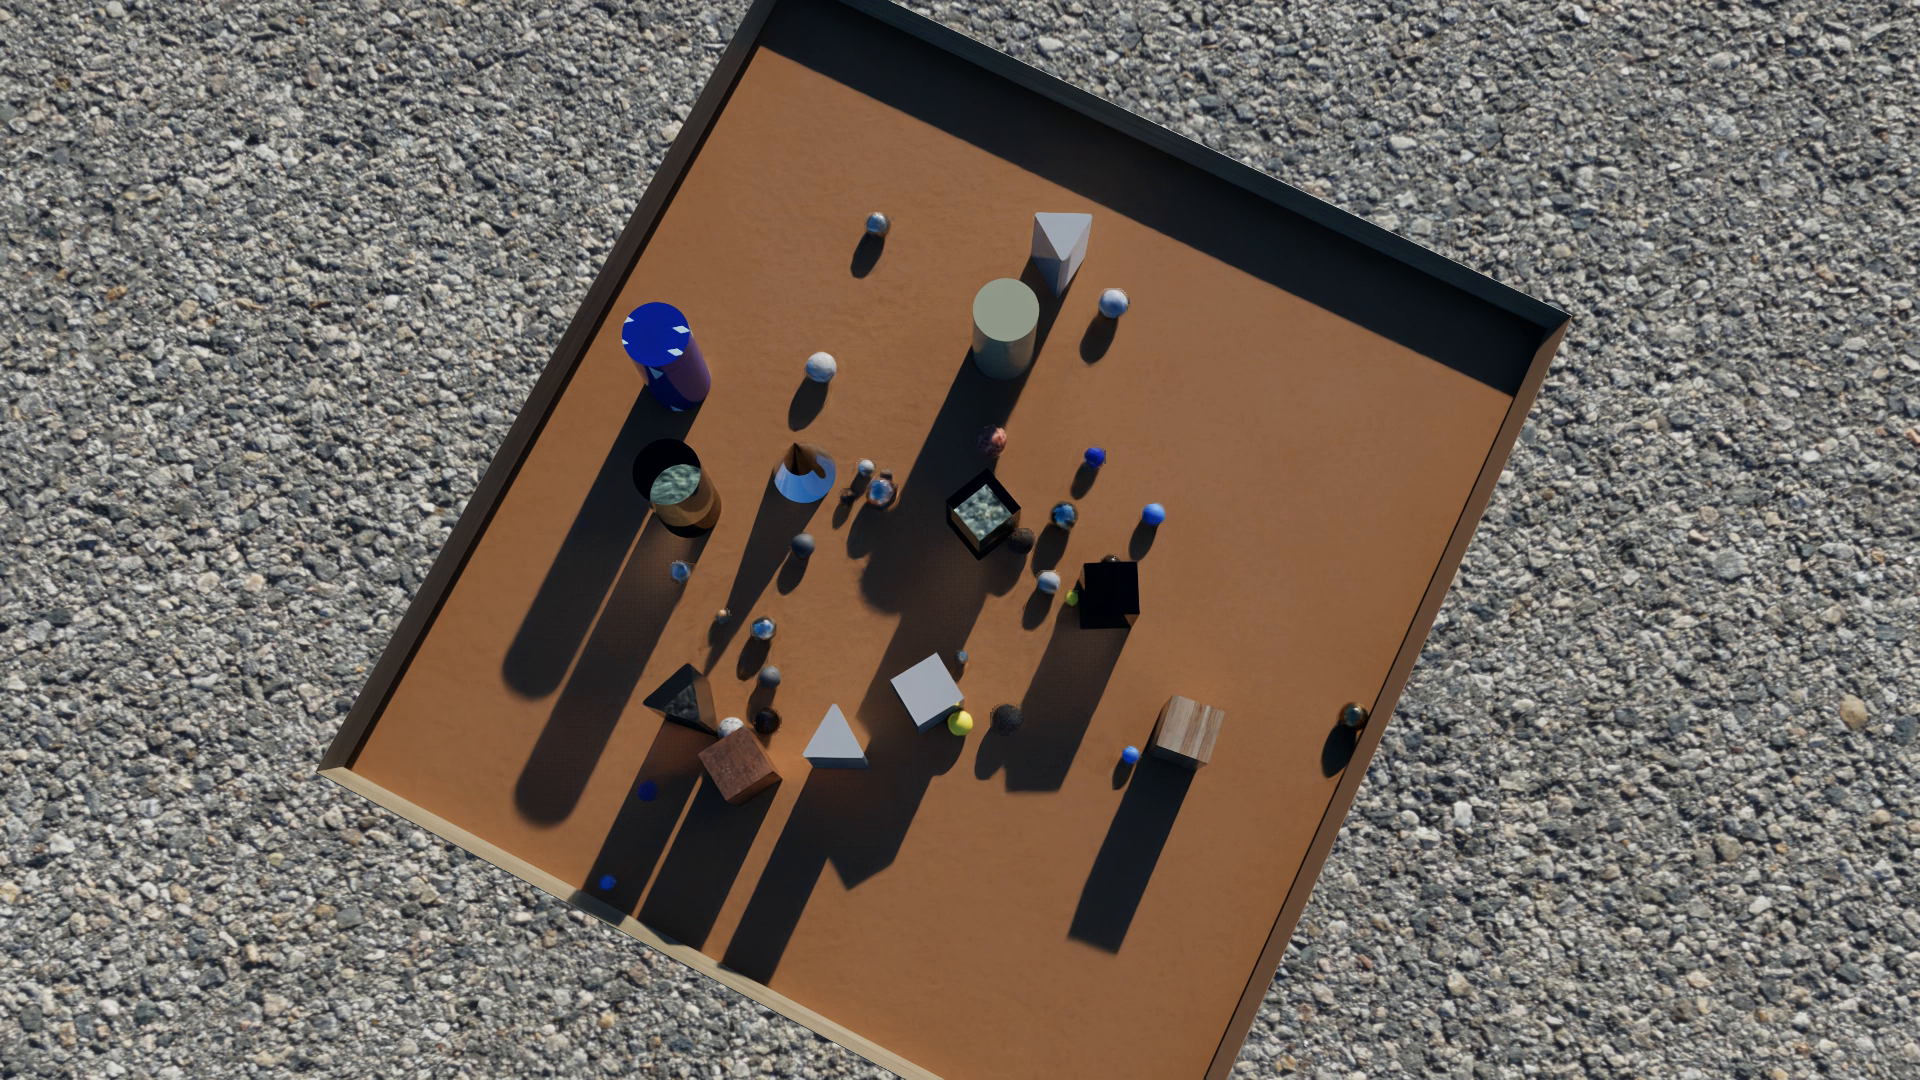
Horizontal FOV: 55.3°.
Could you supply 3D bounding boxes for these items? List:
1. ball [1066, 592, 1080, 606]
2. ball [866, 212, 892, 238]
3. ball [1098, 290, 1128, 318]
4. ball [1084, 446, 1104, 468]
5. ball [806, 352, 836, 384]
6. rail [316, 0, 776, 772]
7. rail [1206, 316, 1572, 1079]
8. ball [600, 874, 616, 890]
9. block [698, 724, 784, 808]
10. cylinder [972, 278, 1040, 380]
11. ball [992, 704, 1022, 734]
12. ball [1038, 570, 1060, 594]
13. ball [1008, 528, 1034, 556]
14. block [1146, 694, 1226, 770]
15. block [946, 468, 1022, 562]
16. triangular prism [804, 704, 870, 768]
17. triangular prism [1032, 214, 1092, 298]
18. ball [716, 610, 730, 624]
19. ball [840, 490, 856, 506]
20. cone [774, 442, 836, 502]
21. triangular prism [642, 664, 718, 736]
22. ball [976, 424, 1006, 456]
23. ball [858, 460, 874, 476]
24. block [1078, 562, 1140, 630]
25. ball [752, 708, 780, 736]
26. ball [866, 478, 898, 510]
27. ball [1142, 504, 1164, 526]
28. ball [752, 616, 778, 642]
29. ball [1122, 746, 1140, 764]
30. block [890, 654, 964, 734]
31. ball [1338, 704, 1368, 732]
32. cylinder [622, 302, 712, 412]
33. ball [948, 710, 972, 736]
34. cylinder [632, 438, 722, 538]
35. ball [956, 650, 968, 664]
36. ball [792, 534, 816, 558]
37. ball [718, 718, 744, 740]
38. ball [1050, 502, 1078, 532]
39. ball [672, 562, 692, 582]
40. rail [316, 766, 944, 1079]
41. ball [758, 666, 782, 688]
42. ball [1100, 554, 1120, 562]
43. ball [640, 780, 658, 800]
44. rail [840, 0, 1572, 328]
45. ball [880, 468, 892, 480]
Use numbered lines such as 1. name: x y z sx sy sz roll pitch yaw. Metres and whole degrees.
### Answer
1. ball: 0.341 0.177 5.558 0.043 0.043 0.043 0 78 0
2. ball: -0.257 -0.993 5.781 0.081 0.081 0.081 0 78 0
3. ball: 0.479 -0.737 5.723 0.090 0.090 0.090 0 78 0
4. ball: 0.413 -0.254 5.636 0.065 0.065 0.065 0 78 0
5. ball: -0.429 -0.534 5.678 0.096 0.096 0.096 0 78 0
6. rail: -1.206 -0.584 5.672 0.045 0.126 2.933 26 80 5
7. rail: 1.206 0.597 5.427 0.045 0.126 2.933 26 80 5
8. ball: -1.034 1.005 5.386 0.045 0.045 0.045 0 78 0
9. block: -0.635 0.659 5.326 0.156 0.301 0.156 -32 80 -6
10. cylinder: 0.135 -0.634 5.549 0.194 0.389 0.194 0 78 0
11. ball: 0.141 0.534 5.461 0.088 0.088 0.088 0 78 0
12. ball: 0.269 0.129 5.554 0.070 0.070 0.070 0 78 0
13. ball: 0.185 0.007 5.574 0.081 0.081 0.081 0 78 0
14. block: 0.658 0.565 5.357 0.156 0.279 0.156 19 79 4
15. block: 0.068 -0.073 5.474 0.156 0.309 0.156 -38 81 -7
16. triangular prism: -0.352 0.569 5.302 0.168 0.385 0.146 1 78 0
17. triangular prism: 0.288 -0.904 5.632 0.146 0.336 0.168 31 80 6
18. ball: -0.719 0.232 5.547 0.043 0.043 0.043 0 78 0
19. ball: -0.343 -0.131 5.620 0.047 0.047 0.047 0 78 0
20. cone: -0.480 -0.246 5.484 0.194 0.359 0.194 0 78 0
21. triangular prism: -0.782 0.454 5.314 0.168 0.408 0.146 18 79 4
22. ball: 0.095 -0.306 5.631 0.096 0.096 0.096 0 78 0
23. ball: -0.288 -0.221 5.637 0.049 0.049 0.049 0 78 0
24. block: 0.441 0.167 5.451 0.156 0.257 0.156 -2 78 0
25. ball: -0.577 0.541 5.463 0.081 0.081 0.081 0 78 0
26. ball: -0.240 -0.142 5.596 0.097 0.097 0.097 0 78 0
27. ball: 0.591 -0.077 5.598 0.068 0.068 0.068 0 78 0
28. ball: -0.590 0.268 5.522 0.077 0.077 0.077 0 78 0
29. ball: 0.509 0.640 5.458 0.051 0.051 0.051 0 78 0
30. block: -0.094 0.454 5.400 0.156 0.240 0.156 -31 80 -6
31. ball: 1.173 0.529 5.464 0.084 0.084 0.084 0 78 0
32. cylinder: -0.874 -0.543 5.490 0.194 0.468 0.194 0 78 0
33. ball: 0.001 0.547 5.465 0.075 0.075 0.075 0 78 0
34. cylinder: -0.831 -0.147 5.414 0.194 0.456 0.194 0 78 0
35. ball: 0.007 0.354 5.523 0.040 0.040 0.040 0 78 0
36. ball: -0.477 0.016 5.576 0.072 0.072 0.072 0 78 0
37. ball: -0.680 0.570 5.456 0.084 0.084 0.084 0 78 0
38. ball: 0.316 -0.072 5.586 0.089 0.089 0.089 0 78 0
39. ball: -0.846 0.098 5.566 0.059 0.059 0.059 0 78 0
40. rail: -0.645 1.271 5.288 2.745 0.126 0.045 26 80 5
41. ball: -0.570 0.412 5.497 0.067 0.067 0.067 0 78 0
42. ball: 0.458 0.078 5.567 0.065 0.065 0.065 0 78 0
43. ball: -0.923 0.741 5.434 0.057 0.057 0.057 0 78 0
44. rail: 0.645 -1.257 5.811 2.745 0.126 0.045 26 80 5
45. ball: -0.228 -0.198 5.636 0.041 0.041 0.041 0 78 0
